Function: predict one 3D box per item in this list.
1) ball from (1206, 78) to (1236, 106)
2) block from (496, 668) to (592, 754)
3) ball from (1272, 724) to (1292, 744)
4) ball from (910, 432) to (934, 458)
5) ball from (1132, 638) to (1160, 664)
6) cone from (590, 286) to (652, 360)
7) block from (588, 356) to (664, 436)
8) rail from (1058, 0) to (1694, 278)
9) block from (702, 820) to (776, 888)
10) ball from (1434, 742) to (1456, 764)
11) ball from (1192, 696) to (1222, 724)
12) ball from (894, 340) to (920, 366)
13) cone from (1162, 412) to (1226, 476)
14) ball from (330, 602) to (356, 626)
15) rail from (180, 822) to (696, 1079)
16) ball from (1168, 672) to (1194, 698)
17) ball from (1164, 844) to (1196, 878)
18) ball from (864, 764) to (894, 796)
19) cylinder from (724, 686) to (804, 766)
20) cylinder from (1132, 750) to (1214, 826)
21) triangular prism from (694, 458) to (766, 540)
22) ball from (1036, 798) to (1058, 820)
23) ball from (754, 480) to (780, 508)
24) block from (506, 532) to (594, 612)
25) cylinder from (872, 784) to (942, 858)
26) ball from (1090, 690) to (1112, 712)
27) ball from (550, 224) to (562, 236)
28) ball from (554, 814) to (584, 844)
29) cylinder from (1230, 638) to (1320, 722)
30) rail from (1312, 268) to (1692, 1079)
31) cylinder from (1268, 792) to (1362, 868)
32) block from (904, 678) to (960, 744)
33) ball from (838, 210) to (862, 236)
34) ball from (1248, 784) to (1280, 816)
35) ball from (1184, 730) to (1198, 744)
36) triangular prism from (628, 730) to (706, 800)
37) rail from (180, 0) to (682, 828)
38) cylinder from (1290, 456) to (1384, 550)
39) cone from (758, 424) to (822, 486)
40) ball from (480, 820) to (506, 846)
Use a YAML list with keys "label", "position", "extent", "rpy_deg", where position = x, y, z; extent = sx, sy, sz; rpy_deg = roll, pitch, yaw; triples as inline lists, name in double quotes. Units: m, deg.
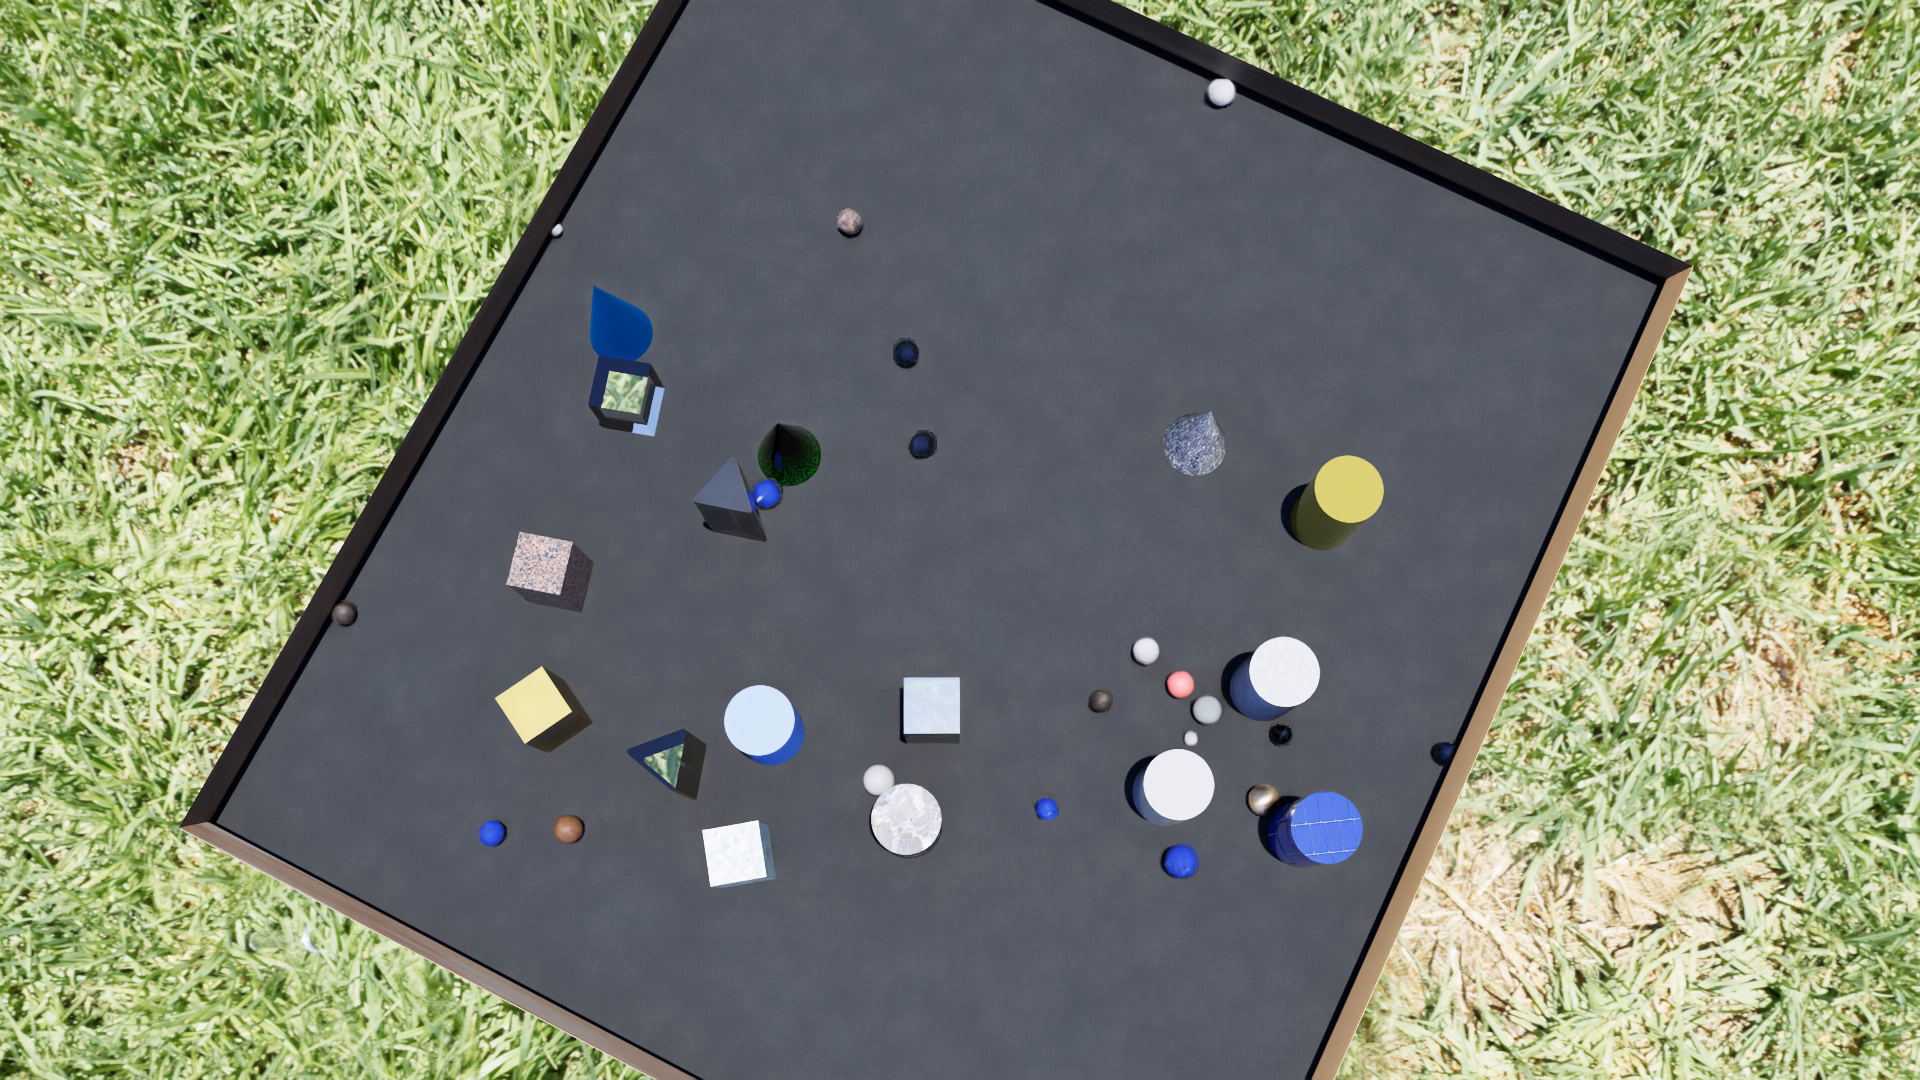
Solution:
- label: "ball"
  position: [0.836, -1.435, 5.868]
  extent: [0.089, 0.089, 0.089]
  rpy_deg: [0, 78, 0]
- label: "block"
  position: [-1.212, 0.500, 5.356]
  extent: [0.158, 0.307, 0.158]
  rpy_deg: [-35, 80, -7]
- label: "ball"
  position: [0.959, 0.581, 5.466]
  extent: [0.060, 0.060, 0.060]
  rpy_deg: [0, 78, 0]
- label: "ball"
  position: [-0.116, -0.294, 5.638]
  extent: [0.078, 0.078, 0.078]
  rpy_deg: [0, 78, 0]
- label: "ball"
  position: [0.559, 0.334, 5.507]
  extent: [0.080, 0.080, 0.080]
  rpy_deg: [0, 78, 0]
- label: "cone"
  position: [-1.063, -0.693, 5.532]
  extent: [0.197, 0.447, 0.197]
  rpy_deg: [0, 78, 0]
- label: "block"
  position: [-1.013, -0.437, 5.576]
  extent: [0.158, 0.257, 0.158]
  rpy_deg: [10, 78, 2]
- label: "rail"
  position: [0.786, -1.533, 5.867]
  extent: [3.287, 0.128, 0.045]
  rpy_deg: [26, 80, 5]
- label: "block"
  position: [-0.634, 0.909, 5.287]
  extent: [0.158, 0.277, 0.158]
  rpy_deg: [-10, 78, -2]
- label: "ball"
  position: [1.444, 0.635, 5.451]
  extent: [0.068, 0.068, 0.068]
  rpy_deg: [0, 78, 0]
- label: "ball"
  position: [0.737, 0.506, 5.467]
  extent: [0.087, 0.087, 0.087]
  rpy_deg: [0, 78, 0]
- label: "ball"
  position: [-0.166, -0.582, 5.697]
  extent: [0.079, 0.079, 0.079]
  rpy_deg: [0, 78, 0]
- label: "cone"
  position: [0.727, -0.334, 5.492]
  extent: [0.197, 0.380, 0.197]
  rpy_deg: [0, 78, 0]
- label: "ball"
  position: [-1.863, 0.223, 5.535]
  extent: [0.070, 0.070, 0.070]
  rpy_deg: [0, 78, 0]
- label: "rail"
  position: [-0.786, 1.547, 5.230]
  extent: [3.287, 0.128, 0.045]
  rpy_deg: [26, 80, 5]
- label: "ball"
  position: [0.661, 0.433, 5.486]
  extent: [0.081, 0.081, 0.081]
  rpy_deg: [0, 78, 0]
- label: "ball"
  position: [0.645, 0.943, 5.372]
  extent: [0.097, 0.097, 0.097]
  rpy_deg: [0, 78, 0]
- label: "ball"
  position: [-0.240, 0.710, 5.422]
  extent: [0.092, 0.092, 0.092]
  rpy_deg: [0, 78, 0]
- label: "cylinder"
  position: [-0.564, 0.543, 5.325]
  extent: [0.197, 0.351, 0.197]
  rpy_deg: [0, 78, 0]
- label: "cylinder"
  position: [0.612, 0.718, 5.292]
  extent: [0.197, 0.344, 0.197]
  rpy_deg: [0, 78, 0]
- label: "triangular prism"
  position: [-0.662, -0.126, 5.433]
  extent: [0.171, 0.410, 0.148]
  rpy_deg: [11, 79, 2]
- label: "ball"
  position: [0.257, 0.794, 5.419]
  extent: [0.065, 0.065, 0.065]
  rpy_deg: [0, 78, 0]
- label: "ball"
  position: [-0.590, -0.140, 5.603]
  extent: [0.083, 0.083, 0.083]
  rpy_deg: [0, 78, 0]
- label: "block"
  position: [-1.212, 0.099, 5.437]
  extent: [0.158, 0.312, 0.158]
  rpy_deg: [11, 79, 2]
- label: "cylinder"
  position: [-0.150, 0.814, 5.291]
  extent: [0.197, 0.308, 0.197]
  rpy_deg: [0, 78, 0]
- label: "ball"
  position: [0.420, 0.483, 5.482]
  extent: [0.067, 0.067, 0.067]
  rpy_deg: [0, 78, 0]
- label: "ball"
  position: [-1.280, -0.981, 5.798]
  extent: [0.042, 0.042, 0.042]
  rpy_deg: [0, 78, 0]
- label: "ball"
  position: [-1.152, 0.851, 5.397]
  extent: [0.085, 0.085, 0.085]
  rpy_deg: [0, 78, 0]
- label: "cylinder"
  position: [0.911, 0.409, 5.334]
  extent: [0.197, 0.387, 0.197]
  rpy_deg: [0, 78, 0]
- label: "rail"
  position: [1.449, 0.716, 5.402]
  extent: [0.045, 0.128, 3.564]
  rpy_deg: [26, 80, 5]
- label: "cylinder"
  position: [1.010, 0.832, 5.240]
  extent: [0.197, 0.399, 0.197]
  rpy_deg: [0, 78, 0]
- label: "block"
  position: [-0.080, 0.501, 5.348]
  extent: [0.158, 0.323, 0.158]
  rpy_deg: [0, 78, 0]
- label: "ball"
  position: [-0.346, -1.001, 5.785]
  extent: [0.075, 0.075, 0.075]
  rpy_deg: [0, 78, 0]
- label: "ball"
  position: [0.898, 0.767, 5.411]
  extent: [0.092, 0.092, 0.092]
  rpy_deg: [0, 78, 0]
- label: "ball"
  position: [0.690, 0.591, 5.473]
  extent: [0.041, 0.041, 0.041]
  rpy_deg: [0, 78, 0]
- label: "triangular prism"
  position: [-0.808, 0.623, 5.274]
  extent: [0.171, 0.418, 0.148]
  rpy_deg: [39, 81, 7]
- label: "rail"
  position: [-1.449, -0.703, 5.696]
  extent: [0.045, 0.128, 3.564]
  rpy_deg: [26, 80, 5]
- label: "cylinder"
  position: [1.112, -0.105, 5.432]
  extent: [0.197, 0.403, 0.197]
  rpy_deg: [0, 78, 0]
- label: "cone"
  position: [-0.528, -0.300, 5.487]
  extent: [0.197, 0.375, 0.197]
  rpy_deg: [0, 78, 0]
- label: "ball"
  position: [-1.378, 0.863, 5.400]
  extent: [0.074, 0.074, 0.074]
  rpy_deg: [0, 78, 0]
